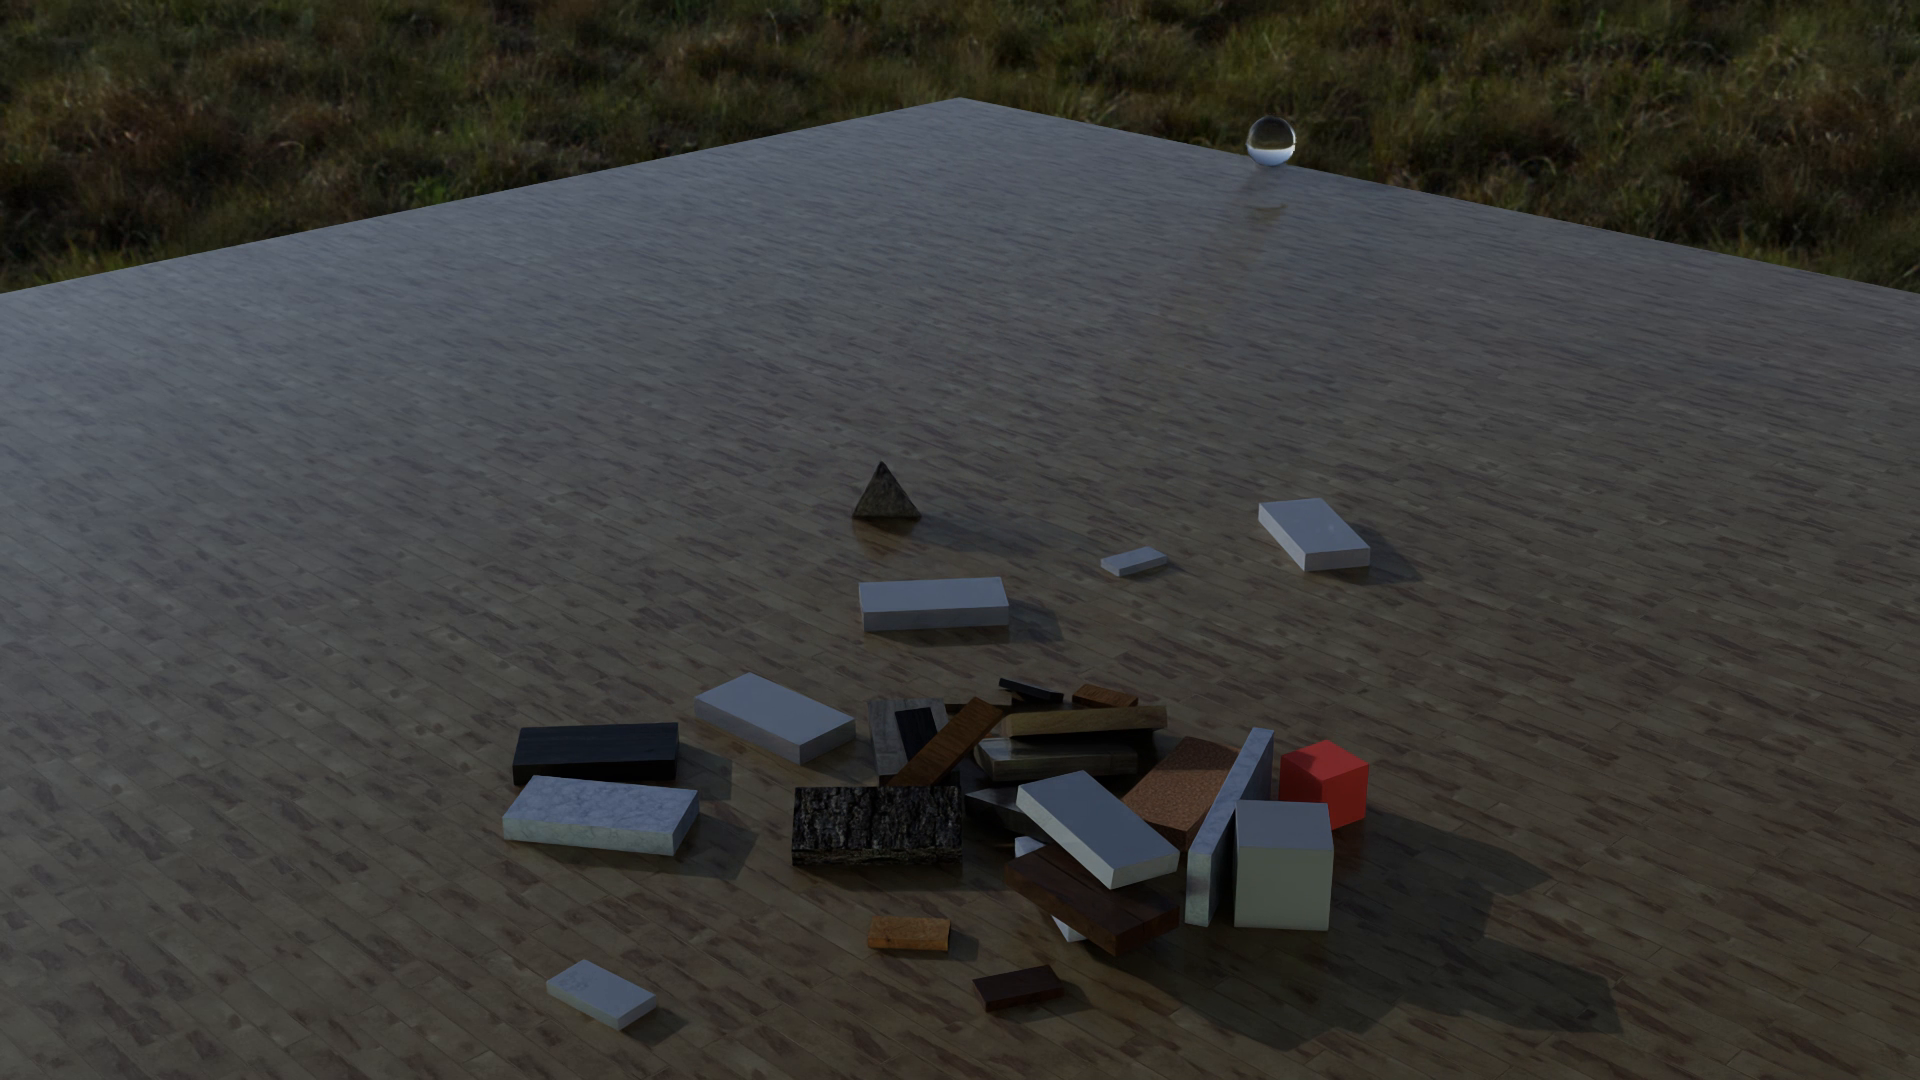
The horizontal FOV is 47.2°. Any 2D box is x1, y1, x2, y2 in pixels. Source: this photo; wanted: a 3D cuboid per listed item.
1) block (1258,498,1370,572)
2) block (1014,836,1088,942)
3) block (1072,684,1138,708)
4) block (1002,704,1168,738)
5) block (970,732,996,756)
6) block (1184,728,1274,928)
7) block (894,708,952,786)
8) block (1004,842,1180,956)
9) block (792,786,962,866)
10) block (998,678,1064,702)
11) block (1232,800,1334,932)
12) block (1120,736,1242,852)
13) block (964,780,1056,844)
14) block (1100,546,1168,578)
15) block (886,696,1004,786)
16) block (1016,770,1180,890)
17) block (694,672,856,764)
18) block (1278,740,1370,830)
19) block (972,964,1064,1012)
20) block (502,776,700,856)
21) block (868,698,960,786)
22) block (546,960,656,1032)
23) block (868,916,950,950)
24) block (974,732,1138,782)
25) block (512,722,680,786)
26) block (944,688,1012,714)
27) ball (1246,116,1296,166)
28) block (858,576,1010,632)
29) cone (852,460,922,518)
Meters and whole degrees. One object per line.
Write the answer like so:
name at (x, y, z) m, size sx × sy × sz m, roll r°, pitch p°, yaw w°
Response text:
block at (0.921, -0.017, 5.737) m, size 0.175 × 0.049 × 0.349 m, roll -5°, pitch 23°, yaw -11°
block at (0.225, 0.644, 4.141) m, size 0.154 × 0.044 × 0.309 m, roll -7°, pitch 24°, yaw -15°
block at (0.323, 0.356, 4.899) m, size 0.131 × 0.019 × 0.066 m, roll 13°, pitch 26°, yaw 28°
block at (0.263, 0.389, 4.682) m, size 0.329 × 0.047 × 0.165 m, roll -3°, pitch -8°, yaw -6°
block at (0.059, 0.445, 4.688) m, size 0.066 × 0.019 × 0.131 m, roll -13°, pitch 26°, yaw -28°
block at (0.527, 0.548, 4.271) m, size 0.044 × 0.154 × 0.517 m, roll 8°, pitch 24°, yaw 19°
block at (-0.068, 0.462, 4.515) m, size 0.077 × 0.022 × 0.299 m, roll -7°, pitch 43°, yaw -11°
block at (0.238, 0.648, 4.020) m, size 0.154 × 0.044 × 0.309 m, roll -17°, pitch 28°, yaw -35°
block at (-0.161, 0.561, 4.320) m, size 0.329 × 0.047 × 0.165 m, roll 0°, pitch 40°, yaw -1°
block at (0.159, 0.335, 4.914) m, size 0.131 × 0.019 × 0.066 m, roll 14°, pitch 1°, yaw 30°
block at (0.601, 0.607, 4.111) m, size 0.172 × 0.172 × 0.172 m, roll 2°, pitch 23°, yaw 4°
block at (0.459, 0.512, 4.472) m, size 0.165 × 0.047 × 0.396 m, roll 12°, pitch 23°, yaw 26°
block at (0.161, 0.535, 4.337) m, size 0.154 × 0.044 × 0.309 m, roll -10°, pitch 11°, yaw -34°
block at (0.443, 0.054, 5.605) m, size 0.153 × 0.022 × 0.077 m, roll -15°, pitch 27°, yaw -31°
block at (-0.048, 0.449, 4.496) m, size 0.073 × 0.021 × 0.367 m, roll 27°, pitch 49°, yaw 26°
block at (0.256, 0.540, 4.129) m, size 0.154 × 0.044 × 0.308 m, roll -9°, pitch 30°, yaw -32°
block at (-0.405, 0.386, 4.790) m, size 0.333 × 0.047 × 0.166 m, roll 20°, pitch 30°, yaw 38°
block at (0.732, 0.497, 4.431) m, size 0.123 × 0.123 × 0.123 m, roll -14°, pitch 27°, yaw -30°
block at (0.102, 0.789, 3.874) m, size 0.146 × 0.021 × 0.073 m, roll -8°, pitch 24°, yaw -17°
block at (-0.716, 0.550, 4.402) m, size 0.349 × 0.049 × 0.175 m, roll 4°, pitch 23°, yaw 10°
block at (-0.102, 0.435, 4.674) m, size 0.167 × 0.047 × 0.333 m, roll -3°, pitch 23°, yaw -6°
block at (-0.629, 0.796, 3.852) m, size 0.180 × 0.025 × 0.090 m, roll 17°, pitch 28°, yaw 35°
block at (-0.092, 0.721, 4.035) m, size 0.146 × 0.021 × 0.073 m, roll 2°, pitch 23°, yaw 4°
block at (0.198, 0.450, 4.578) m, size 0.308 × 0.044 × 0.154 m, roll -1°, pitch 12°, yaw -15°
block at (-0.765, 0.450, 4.640) m, size 0.333 × 0.047 × 0.166 m, roll -2°, pitch 23°, yaw -4°
block at (0.039, 0.358, 4.890) m, size 0.153 × 0.022 × 0.076 m, roll 1°, pitch 23°, yaw 2°
ball at (1.354, -1.734, 9.571) m, size 0.217 × 0.217 × 0.217 m, roll 0°, pitch 23°, yaw 0°
block at (-0.065, 0.154, 5.334) m, size 0.349 × 0.049 × 0.175 m, roll -2°, pitch 23°, yaw -6°
cone at (-0.175, -0.101, 5.901) m, size 0.170 × 0.170 × 0.170 m, roll 28°, pitch 24°, yaw -3°
